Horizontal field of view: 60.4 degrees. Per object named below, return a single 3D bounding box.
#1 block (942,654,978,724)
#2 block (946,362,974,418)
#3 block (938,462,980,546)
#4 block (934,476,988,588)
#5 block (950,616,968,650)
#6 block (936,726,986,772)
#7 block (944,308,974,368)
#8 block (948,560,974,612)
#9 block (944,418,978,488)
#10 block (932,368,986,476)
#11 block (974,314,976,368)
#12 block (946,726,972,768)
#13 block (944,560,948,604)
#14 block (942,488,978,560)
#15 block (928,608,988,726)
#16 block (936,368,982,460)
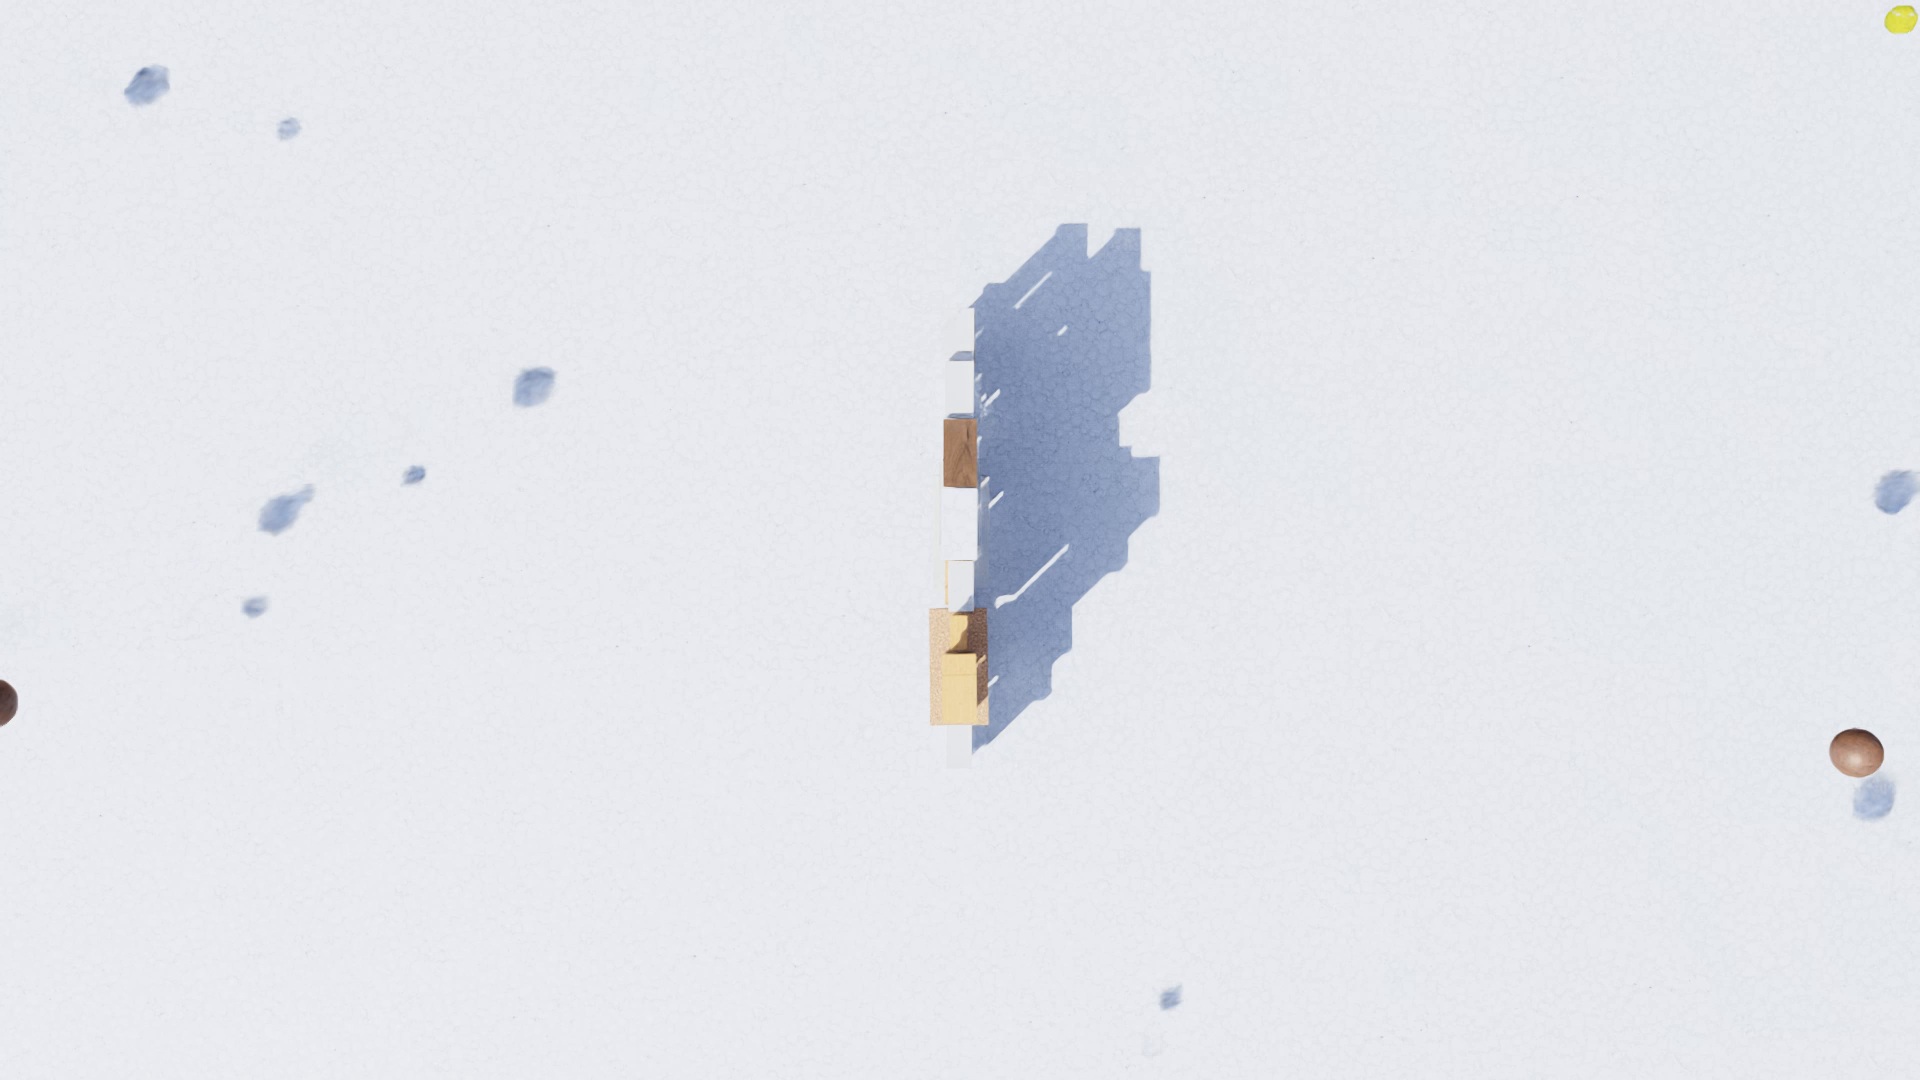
[{"bbox_3d":[-0.002,0.411,4.562,0.095,0.027,0.190,-1,90,0],"label":"block"},{"bbox_3d":[-0.002,-0.422,4.642,0.080,0.023,0.159,0,90,0],"label":"block"},{"bbox_3d":[0.000,-0.107,4.841,0.123,0.035,0.247,0,90,0],"label":"block"},{"bbox_3d":[0.003,-0.024,5.130,0.173,0.049,0.346,0,90,0],"label":"block"},{"bbox_3d":[-0.004,0.262,4.663,0.048,0.014,0.095,-1,90,0],"label":"block"},{"bbox_3d":[0.002,0.573,5.171,0.153,0.043,0.307,0,90,0],"label":"block"},{"bbox_3d":[-0.004,-0.599,4.924,0.091,0.026,0.182,0,90,0],"label":"block"},{"bbox_3d":[0.003,0.133,4.754,0.073,0.021,0.146,-1,90,0],"label":"block"},{"bbox_3d":[0.001,-0.243,4.610,0.095,0.027,0.189,0,90,0],"label":"block"},{"bbox_3d":[-0.002,-0.368,5.142,0.167,0.047,0.334,0,90,0],"label":"block"},{"bbox_3d":[0.002,-0.634,5.301,0.093,0.026,0.186,0,90,0],"label":"block"},{"bbox_3d":[-0.003,0.615,4.989,0.075,0.021,0.150,0,90,0],"label":"block"},{"bbox_3d":[-0.002,0.107,4.922,0.086,0.024,0.171,0,90,0],"label":"block"},{"bbox_3d":[-0.001,-0.044,4.611,0.099,0.028,0.199,0,90,0],"label":"block"},{"bbox_3d":[-0.004,0.367,4.789,0.168,0.048,0.337,-1,90,0],"label":"block"},{"bbox_3d":[-0.004,-0.369,4.832,0.134,0.038,0.268,0,90,0],"label":"block"}]
